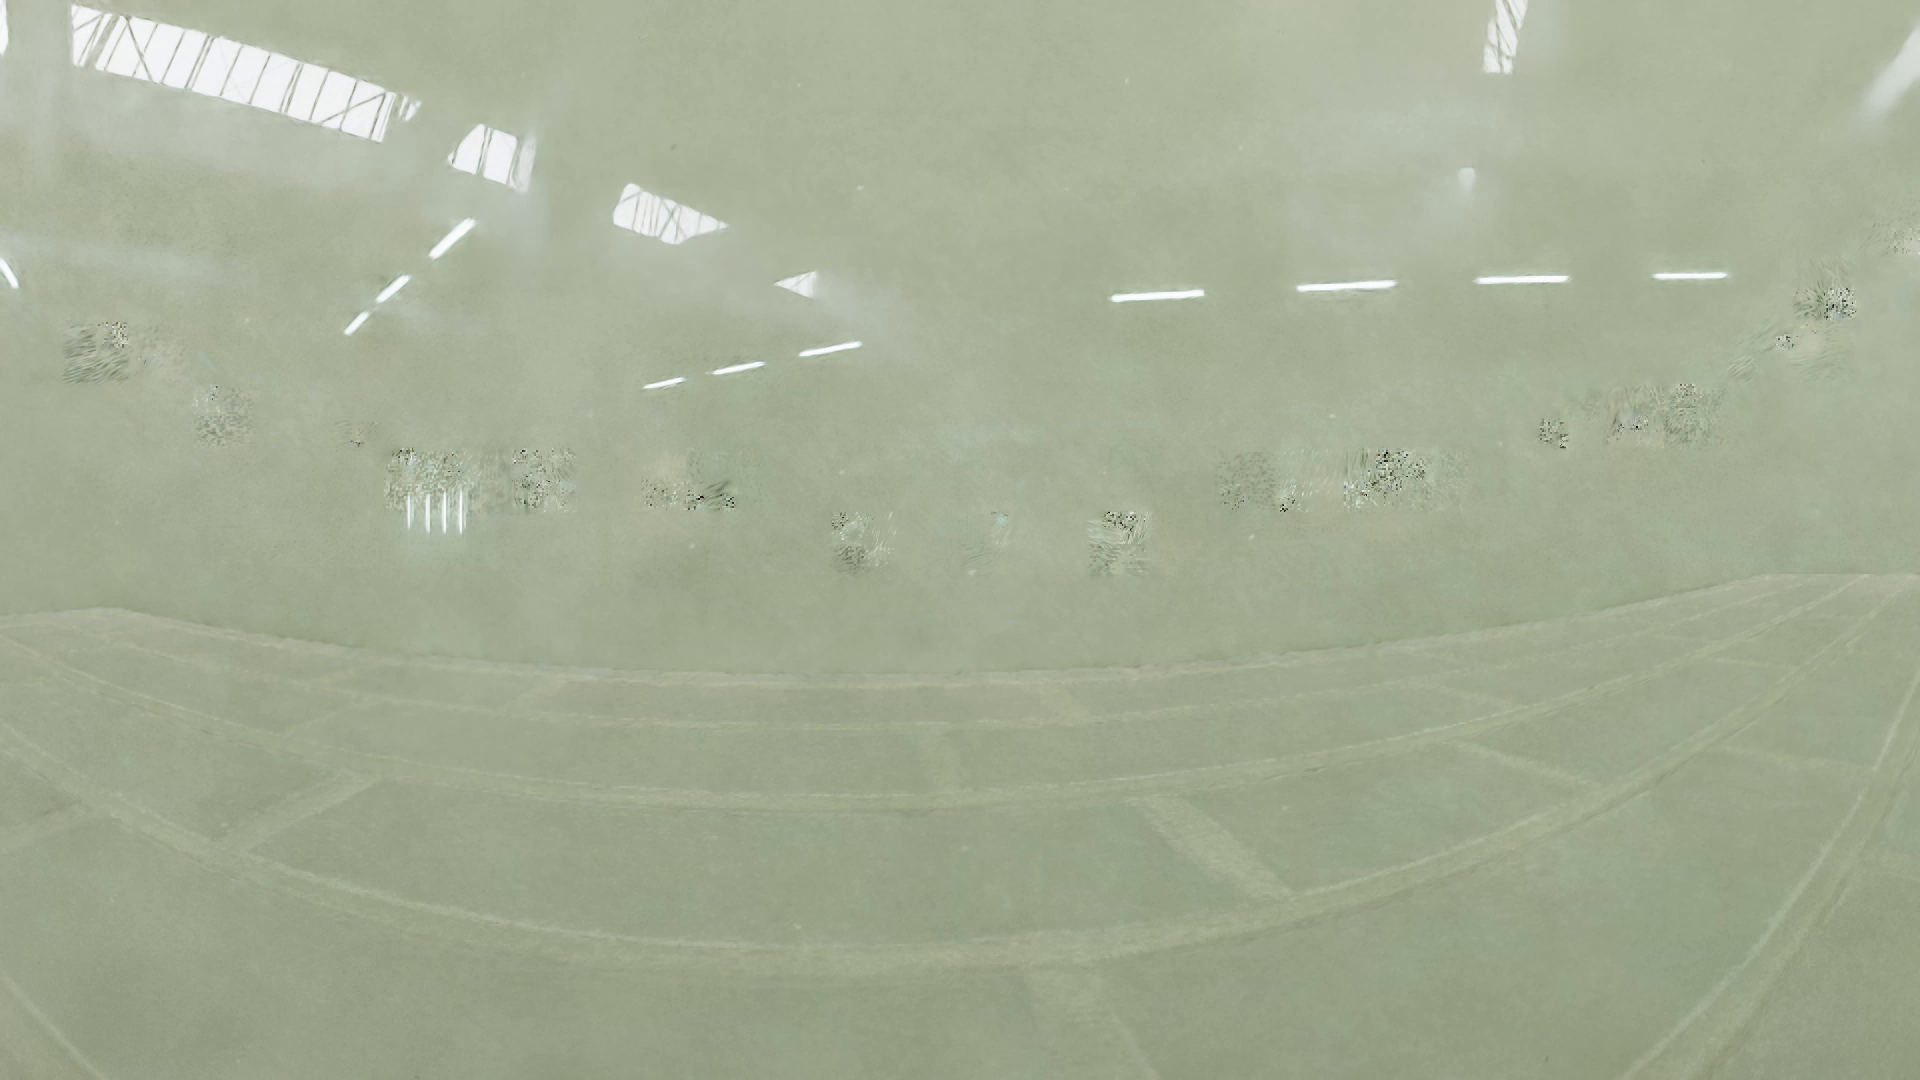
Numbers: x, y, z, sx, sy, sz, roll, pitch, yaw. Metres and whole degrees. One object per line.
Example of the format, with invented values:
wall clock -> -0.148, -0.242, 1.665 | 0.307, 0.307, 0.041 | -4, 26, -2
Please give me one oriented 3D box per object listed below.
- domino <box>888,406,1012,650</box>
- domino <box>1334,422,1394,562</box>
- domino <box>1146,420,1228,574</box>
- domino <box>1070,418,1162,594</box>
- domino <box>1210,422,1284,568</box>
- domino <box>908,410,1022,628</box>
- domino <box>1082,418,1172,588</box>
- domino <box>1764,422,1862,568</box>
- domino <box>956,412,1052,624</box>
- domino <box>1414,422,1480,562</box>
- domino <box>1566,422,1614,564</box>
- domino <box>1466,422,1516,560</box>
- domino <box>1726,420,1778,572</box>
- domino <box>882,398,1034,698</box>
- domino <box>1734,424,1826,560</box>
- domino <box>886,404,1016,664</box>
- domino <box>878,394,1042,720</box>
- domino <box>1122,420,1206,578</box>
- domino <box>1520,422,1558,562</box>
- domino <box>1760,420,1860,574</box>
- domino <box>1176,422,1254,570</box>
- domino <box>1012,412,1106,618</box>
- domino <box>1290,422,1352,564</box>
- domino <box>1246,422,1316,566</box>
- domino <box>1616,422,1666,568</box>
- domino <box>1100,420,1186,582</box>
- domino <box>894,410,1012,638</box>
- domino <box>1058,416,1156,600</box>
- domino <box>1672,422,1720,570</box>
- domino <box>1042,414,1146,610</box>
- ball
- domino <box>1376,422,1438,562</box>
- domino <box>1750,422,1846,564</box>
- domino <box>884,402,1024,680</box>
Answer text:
domino -> -0.002, -0.003, 0.268 | 0.025, 0.050, 0.009 | 0, 4, 0
domino -> 0.148, -0.018, 0.471 | 0.009, 0.050, 0.025 | -1, 4, -9
domino -> 0.076, -0.015, 0.430 | 0.025, 0.050, 0.010 | 4, 6, 40
domino -> 0.045, -0.010, 0.370 | 0.025, 0.050, 0.010 | 1, 4, 15
domino -> 0.101, -0.016, 0.453 | 0.009, 0.050, 0.025 | -3, 5, -35
domino -> 0.001, -0.005, 0.302 | 0.025, 0.050, 0.010 | 1, 5, 18
domino -> 0.050, -0.011, 0.386 | 0.025, 0.050, 0.009 | 2, 5, 20
domino -> 0.295, -0.016, 0.445 | 0.025, 0.050, 0.009 | 2, 5, 25
domino -> 0.011, -0.006, 0.316 | 0.009, 0.050, 0.025 | -3, 5, -38
domino -> 0.181, -0.018, 0.477 | 0.009, 0.050, 0.025 | -1, 4, -13
domino -> 0.228, -0.017, 0.465 | 0.009, 0.050, 0.025 | 3, 5, 36
domino -> 0.198, -0.018, 0.479 | 0.009, 0.050, 0.025 | 0, 4, 5
domino -> 0.268, -0.015, 0.435 | 0.009, 0.050, 0.025 | 2, 5, 23
domino -> -0.001, 0.001, 0.218 | 0.025, 0.050, 0.010 | 0, 4, -3
domino -> 0.305, -0.018, 0.477 | 0.025, 0.050, 0.010 | 1, 5, 18
domino -> -0.002, -0.001, 0.251 | 0.025, 0.050, 0.010 | 0, 4, -1
domino -> 0.000, 0.002, 0.201 | 0.025, 0.050, 0.009 | 0, 4, 0
domino -> 0.066, -0.014, 0.416 | 0.025, 0.050, 0.009 | 3, 5, 34
domino -> 0.214, -0.018, 0.474 | 0.009, 0.050, 0.025 | 2, 5, 27
domino -> 0.285, -0.015, 0.431 | 0.009, 0.050, 0.025 | -2, 5, -24
domino -> 0.088, -0.016, 0.442 | 0.010, 0.050, 0.025 | -4, 6, -43
domino -> 0.025, -0.007, 0.325 | 0.009, 0.050, 0.025 | -3, 5, -36
domino -> 0.131, -0.017, 0.467 | 0.009, 0.050, 0.025 | -1, 4, -15
domino -> 0.115, -0.017, 0.461 | 0.010, 0.050, 0.025 | -2, 5, -26
domino -> 0.242, -0.017, 0.454 | 0.010, 0.050, 0.025 | 3, 5, 38
domino -> 0.057, -0.013, 0.402 | 0.025, 0.050, 0.010 | 2, 5, 28
domino -> -0.001, -0.004, 0.285 | 0.025, 0.050, 0.010 | 0, 4, 4
domino -> 0.041, -0.009, 0.354 | 0.025, 0.050, 0.010 | 1, 4, 16
domino -> 0.255, -0.016, 0.444 | 0.009, 0.050, 0.025 | 3, 5, 37
domino -> 0.035, -0.008, 0.338 | 0.025, 0.050, 0.009 | 2, 5, 24
ball -> 0.000, -0.002, 0.056 | 0.080, 0.080, 0.080 | 0, 4, 0
domino -> 0.164, -0.018, 0.473 | 0.009, 0.050, 0.025 | -1, 4, -11
domino -> 0.301, -0.017, 0.461 | 0.025, 0.050, 0.010 | 1, 4, 15
domino -> -0.001, 0.000, 0.235 | 0.025, 0.050, 0.010 | 0, 4, -2
